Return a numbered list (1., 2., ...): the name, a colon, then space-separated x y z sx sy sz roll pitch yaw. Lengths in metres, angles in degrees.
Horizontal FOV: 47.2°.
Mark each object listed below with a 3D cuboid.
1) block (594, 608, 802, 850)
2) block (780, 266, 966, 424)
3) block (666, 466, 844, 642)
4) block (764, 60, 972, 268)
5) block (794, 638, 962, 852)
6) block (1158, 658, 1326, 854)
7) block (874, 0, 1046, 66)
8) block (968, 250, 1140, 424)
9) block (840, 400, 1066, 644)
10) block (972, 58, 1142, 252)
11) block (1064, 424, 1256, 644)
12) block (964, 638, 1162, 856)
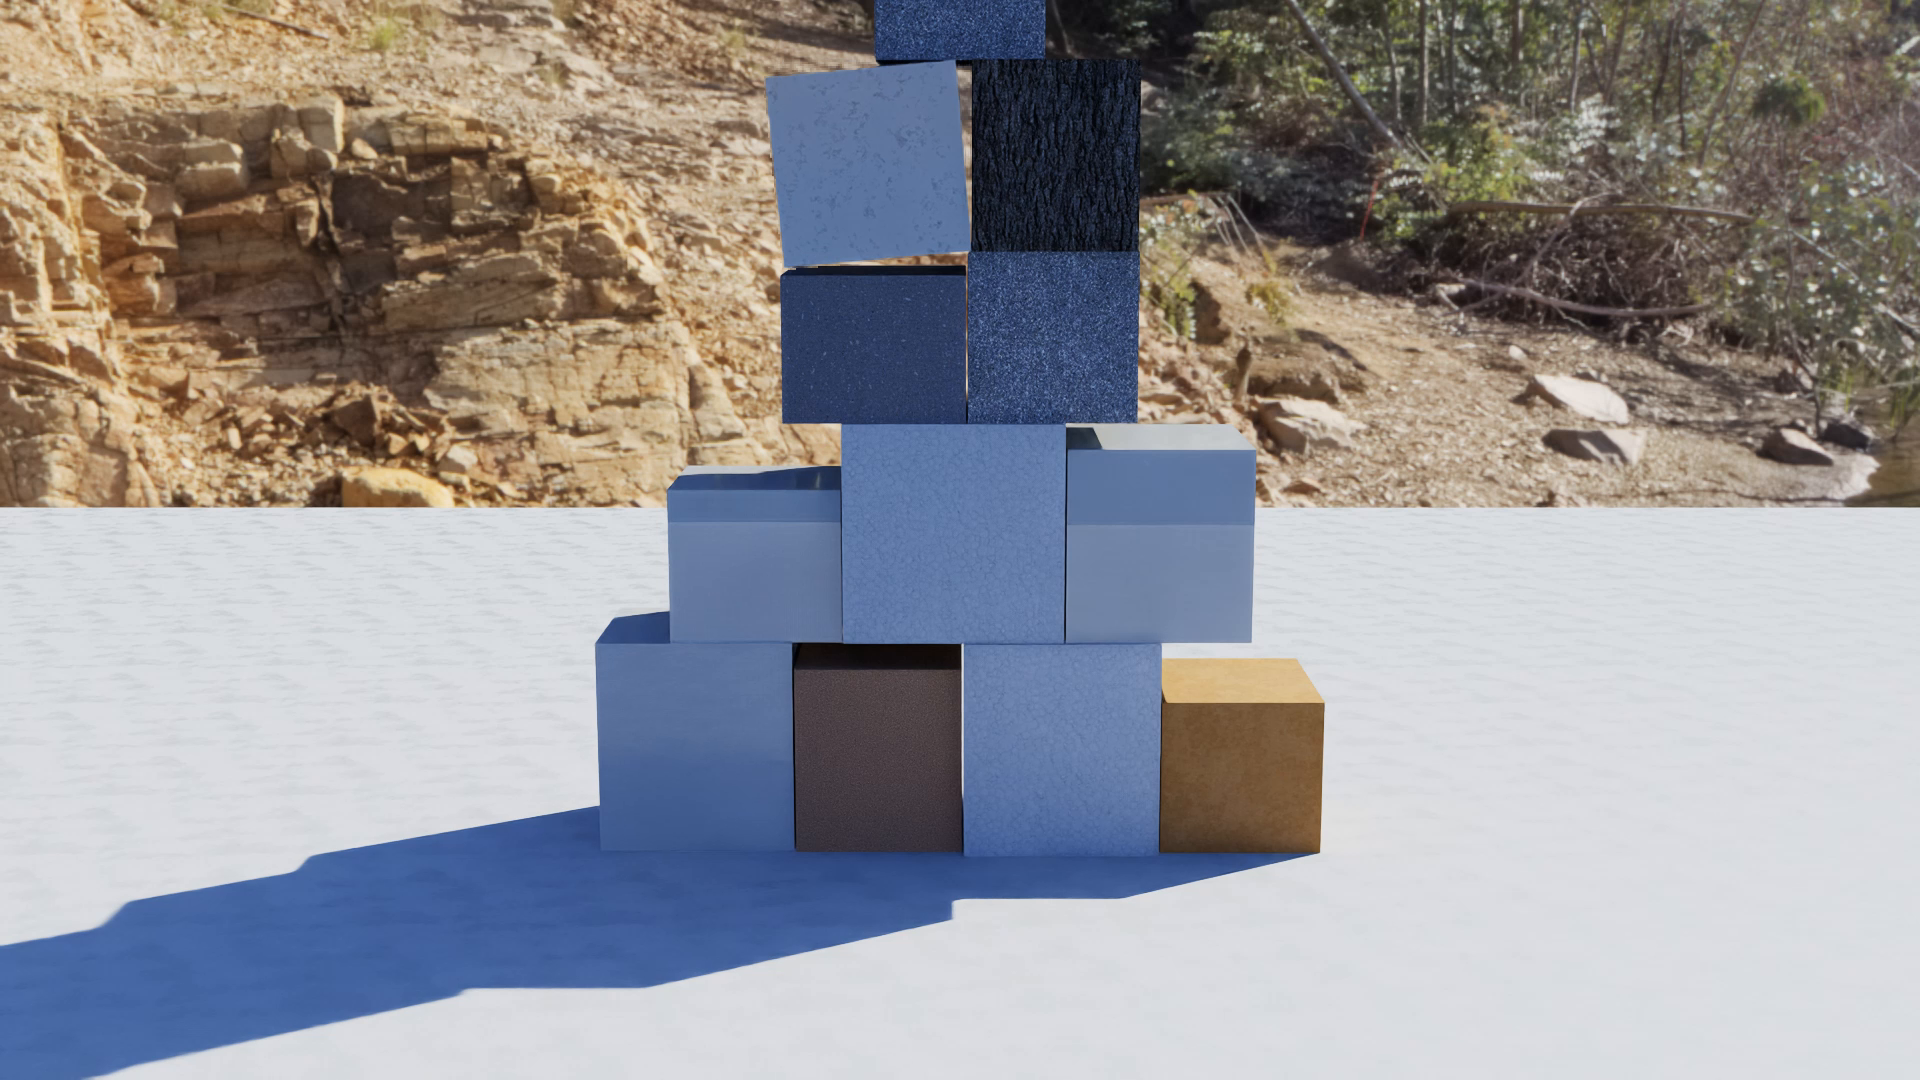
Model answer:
1. block: -1.313 0.957 11.336 0.970 1.061 0.846 0 10 0
2. block: -0.414 -0.990 10.980 0.885 0.711 0.890 0 10 0
3. block: -1.006 0.058 11.185 0.848 0.761 0.813 0 10 0
4. block: -0.428 -1.857 10.855 0.897 0.890 0.987 -5 10 1
5. block: -0.405 1.017 11.360 0.826 0.935 0.917 0 10 0
6. block: 1.397 1.097 11.368 0.802 0.774 0.943 0 10 0
7. block: -0.001 -2.797 10.671 0.802 0.940 0.803 0 10 0
8. block: 0.448 -1.050 10.988 0.818 0.826 0.912 0 10 0
9. block: -0.031 -0.112 11.151 1.081 1.078 0.995 0 10 0
10. block: 0.453 -1.892 10.816 0.789 0.893 0.947 0 10 0
11. block: 0.974 -0.051 11.160 0.911 0.955 0.964 0 10 0
12. block: 0.502 0.950 11.334 0.968 1.077 1.031 0 10 0
